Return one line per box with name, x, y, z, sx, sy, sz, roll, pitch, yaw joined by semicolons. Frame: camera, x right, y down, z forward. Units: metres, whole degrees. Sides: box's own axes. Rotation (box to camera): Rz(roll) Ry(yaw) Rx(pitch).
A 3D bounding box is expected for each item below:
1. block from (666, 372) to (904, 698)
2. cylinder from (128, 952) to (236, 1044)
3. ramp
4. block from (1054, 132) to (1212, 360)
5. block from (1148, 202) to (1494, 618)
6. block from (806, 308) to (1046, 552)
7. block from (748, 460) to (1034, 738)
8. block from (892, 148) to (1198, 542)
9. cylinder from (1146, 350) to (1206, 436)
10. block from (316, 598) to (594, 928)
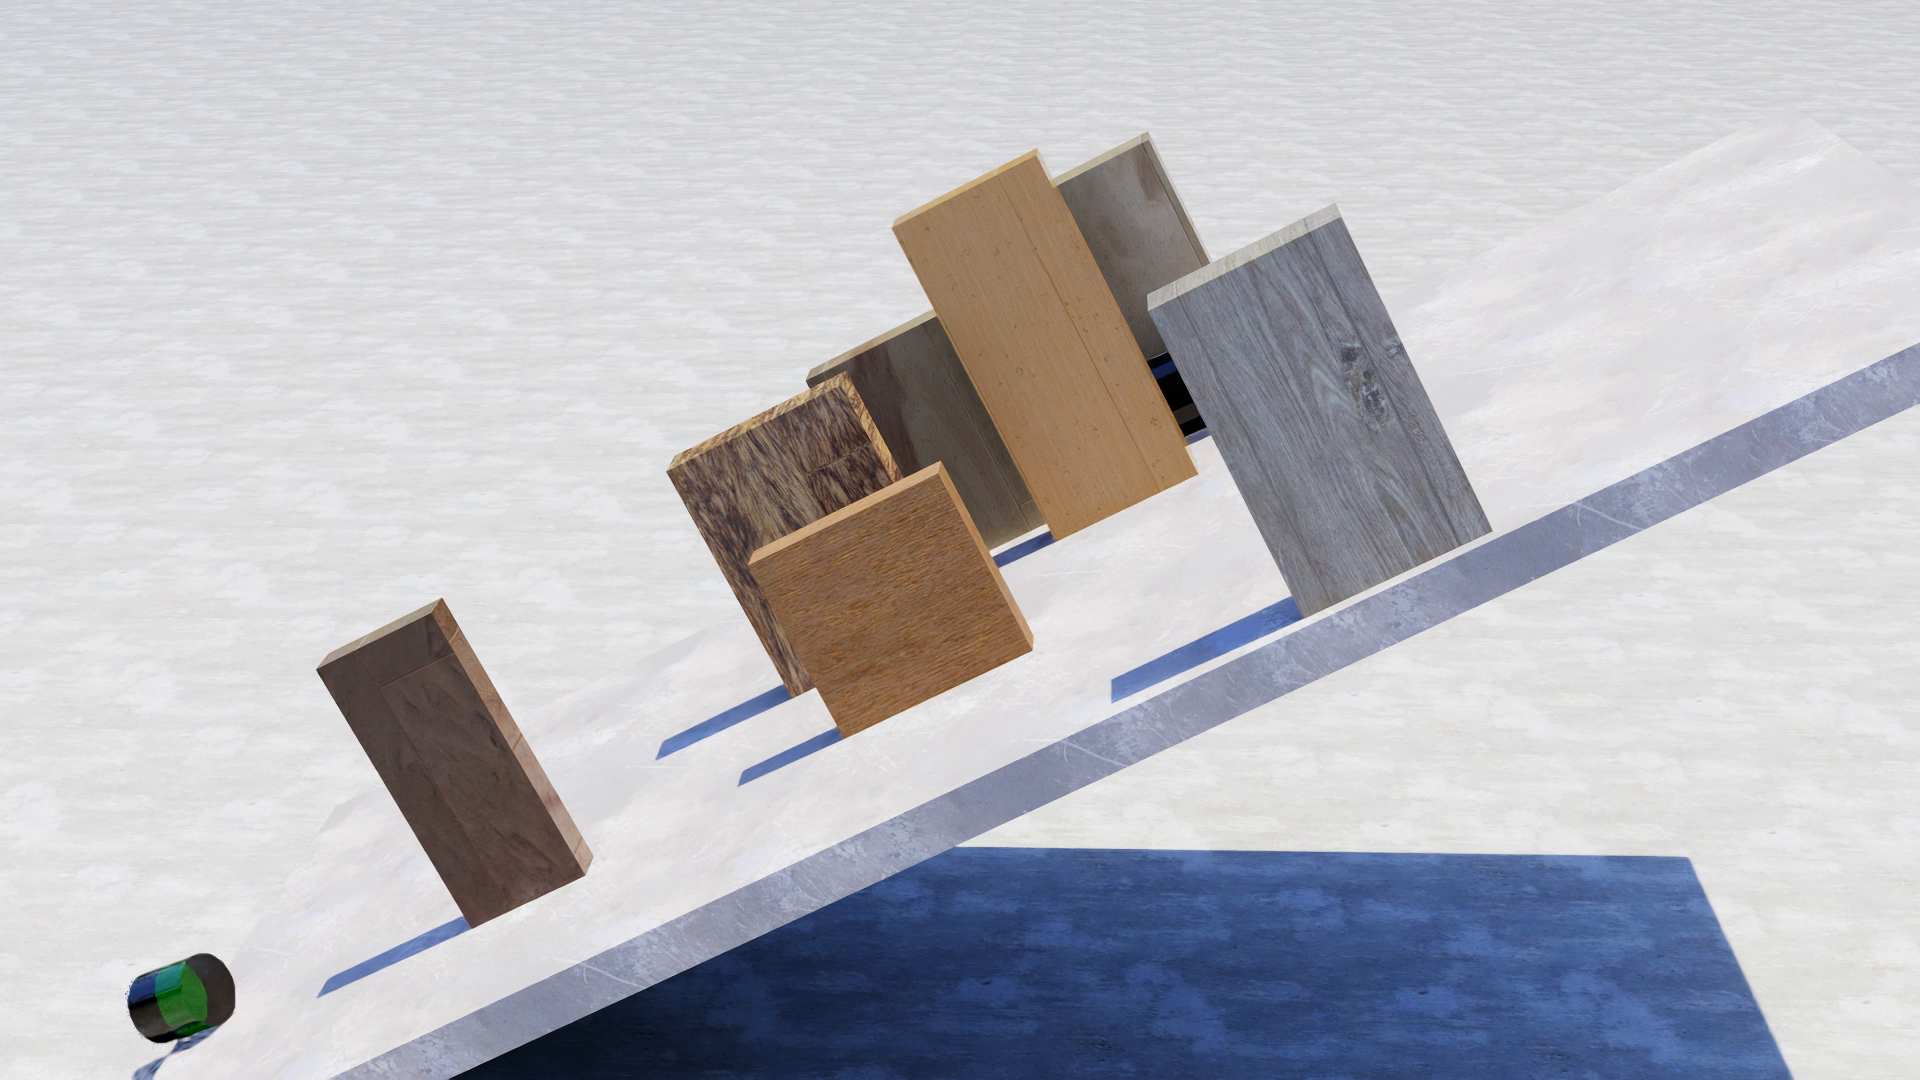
block;-0.304;-0.009;6.357;0.423;0.573;0.129;-26;14;10
cylinder;-1.660;0.979;6.278;0.158;0.158;0.158;-21;6;28
ramp;0.140;0.168;6.281;4.000;0.100;2.000;-26;14;10
block;0.436;-0.590;6.889;0.327;0.640;0.128;-26;14;10
block;0.636;-0.226;5.204;0.368;0.628;0.136;-26;14;10
block;-0.050;-0.224;6.713;0.387;0.542;0.108;-26;14;10
block;-0.136;0.122;5.899;0.426;0.410;0.094;-26;14;10
block;0.190;-0.422;6.442;0.350;0.789;0.102;-26;14;10
cylinder;0.529;-0.351;6.779;0.198;0.198;0.198;-25;12;14
block;-1.017;0.454;5.946;0.269;0.625;0.099;-26;14;10
